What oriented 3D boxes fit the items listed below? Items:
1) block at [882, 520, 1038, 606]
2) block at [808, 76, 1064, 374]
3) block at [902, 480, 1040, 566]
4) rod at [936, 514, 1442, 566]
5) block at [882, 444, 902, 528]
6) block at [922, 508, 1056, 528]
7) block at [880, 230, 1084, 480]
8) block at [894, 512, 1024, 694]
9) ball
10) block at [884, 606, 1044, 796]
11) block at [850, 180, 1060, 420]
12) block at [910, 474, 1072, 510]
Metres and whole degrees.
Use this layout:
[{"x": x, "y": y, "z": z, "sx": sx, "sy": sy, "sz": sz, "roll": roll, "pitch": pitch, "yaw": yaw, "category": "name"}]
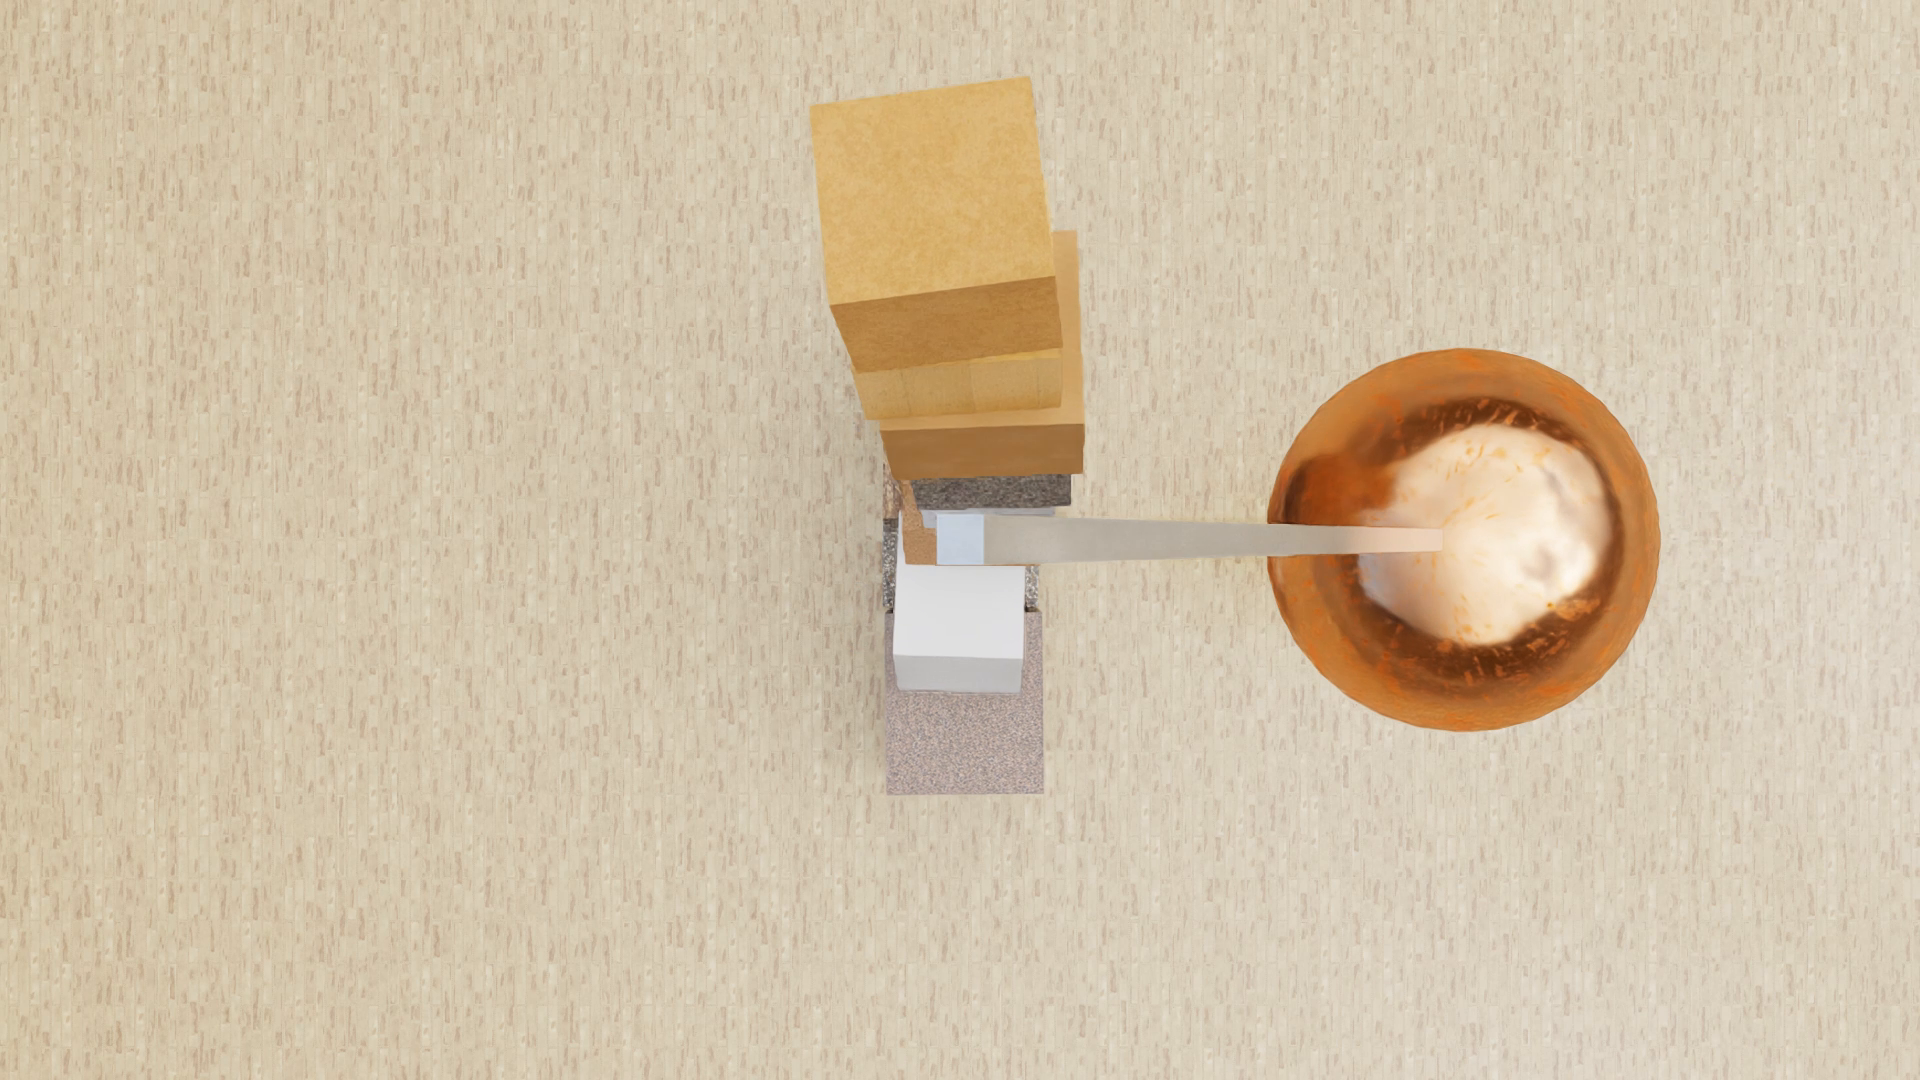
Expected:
[{"x": 0.002, "y": -0.051, "z": 12.582, "sx": 0.862, "sy": 0.836, "sz": 0.839, "roll": 0, "pitch": 90, "yaw": 0, "category": "block"}, {"x": -0.069, "y": -1.087, "z": 7.720, "sx": 0.756, "sy": 0.757, "sz": 0.720, "roll": -7, "pitch": 76, "yaw": 3, "category": "block"}, {"x": 0.070, "y": -0.288, "z": 11.094, "sx": 0.693, "sy": 0.587, "sz": 0.695, "roll": 1, "pitch": 73, "yaw": 1, "category": "block"}, {"x": 0.899, "y": 0.000, "z": 5.948, "sx": 0.080, "sy": 5.200, "sz": 0.080, "roll": 0, "pitch": 90, "yaw": 20, "category": "rod"}, {"x": -0.001, "y": -0.479, "z": 11.839, "sx": 0.806, "sy": 0.649, "sz": 0.792, "roll": 0, "pitch": 86, "yaw": 0, "category": "block"}, {"x": 0.145, "y": -0.421, "z": 10.458, "sx": 0.631, "sy": 0.645, "sz": 0.585, "roll": 2, "pitch": 72, "yaw": 3, "category": "block"}, {"x": 0.092, "y": -0.744, "z": 9.032, "sx": 0.803, "sy": 0.719, "sz": 0.804, "roll": -2, "pitch": 76, "yaw": 2, "category": "block"}, {"x": 0.005, "y": 0.337, "z": 11.595, "sx": 0.656, "sy": 0.743, "sz": 0.766, "roll": 2, "pitch": 72, "yaw": 1, "category": "block"}, {"x": 2.074, "y": 0.000, "z": 9.138, "sx": 1.600, "sy": 1.600, "sz": 1.600, "roll": 0, "pitch": 90, "yaw": 0, "category": "ball"}, {"x": 0.024, "y": 0.894, "z": 12.500, "sx": 0.862, "sy": 1.001, "sz": 0.991, "roll": -1, "pitch": 90, "yaw": 0, "category": "block"}, {"x": -0.020, "y": -0.902, "z": 8.389, "sx": 0.764, "sy": 0.613, "sz": 0.692, "roll": -4, "pitch": 76, "yaw": 2, "category": "block"}, {"x": 0.136, "y": -0.579, "z": 9.756, "sx": 0.703, "sy": 0.755, "sz": 0.703, "roll": -1, "pitch": 75, "yaw": 2, "category": "block"}]
